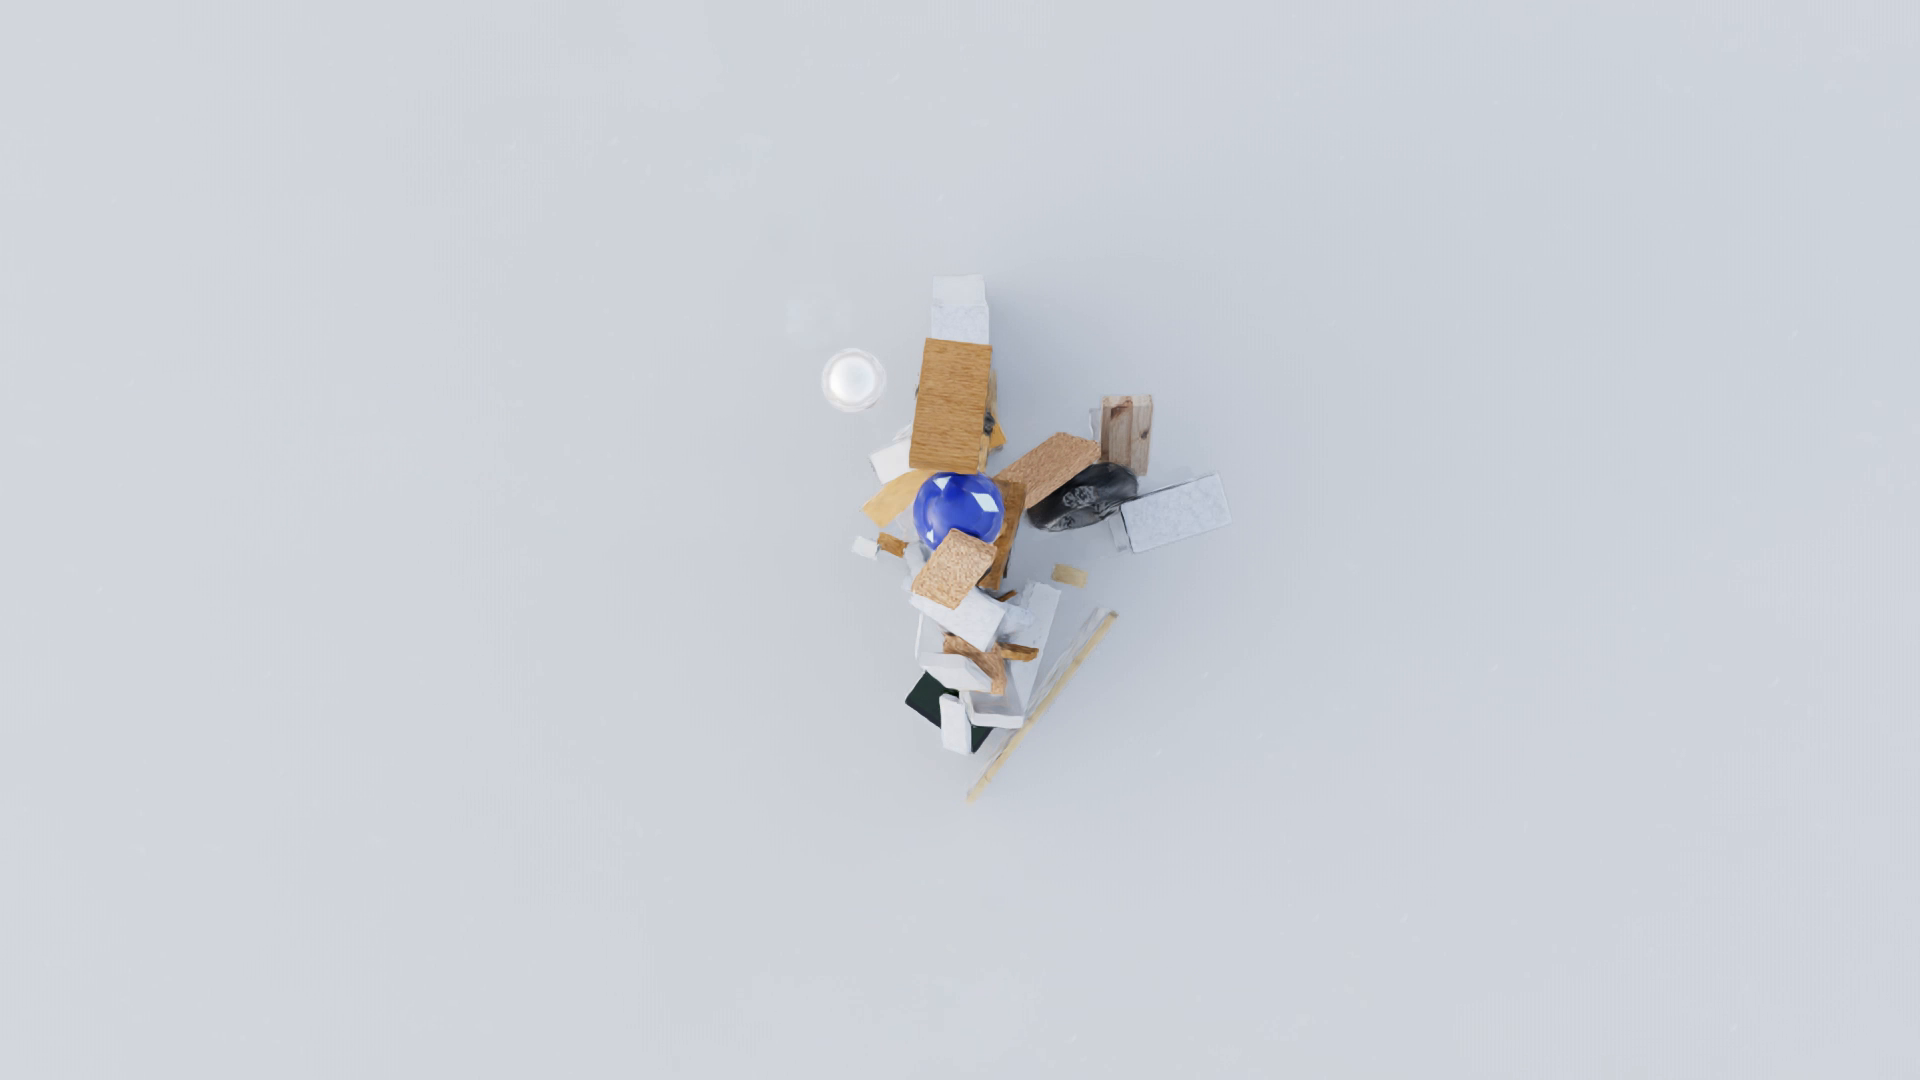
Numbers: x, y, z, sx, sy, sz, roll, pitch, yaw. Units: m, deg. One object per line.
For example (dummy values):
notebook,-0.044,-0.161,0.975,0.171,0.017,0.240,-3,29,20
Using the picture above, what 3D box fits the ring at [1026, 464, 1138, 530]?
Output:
ring,0.392,-0.136,5.322,0.378,0.378,0.126,-16,75,0

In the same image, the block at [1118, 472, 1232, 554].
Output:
block,0.682,-0.087,5.237,0.326,0.046,0.163,-17,101,0

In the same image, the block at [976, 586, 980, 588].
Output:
block,0.015,0.169,4.959,0.096,0.192,0.027,4,125,-12

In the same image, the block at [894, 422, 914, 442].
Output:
block,-0.102,-0.294,4.542,0.080,0.160,0.023,37,48,-22

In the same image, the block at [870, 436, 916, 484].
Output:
block,-0.160,-0.207,4.264,0.160,0.023,0.080,-22,93,44

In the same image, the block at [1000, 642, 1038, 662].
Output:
block,0.144,0.340,5.072,0.173,0.086,0.024,9,101,22

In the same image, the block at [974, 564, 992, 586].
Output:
block,-0.019,0.106,4.727,0.122,0.245,0.035,28,129,15

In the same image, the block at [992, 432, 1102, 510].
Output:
block,0.264,-0.222,5.170,0.349,0.175,0.049,-36,128,-32

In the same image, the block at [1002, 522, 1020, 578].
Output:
block,0.084,-0.030,5.061,0.175,0.349,0.049,8,131,6

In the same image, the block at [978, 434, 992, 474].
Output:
block,-0.010,-0.187,4.627,0.155,0.044,0.311,9,83,5

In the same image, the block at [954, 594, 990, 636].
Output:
block,0.035,0.254,4.841,0.096,0.027,0.192,4,75,-12

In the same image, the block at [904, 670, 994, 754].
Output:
block,0.016,0.482,5.361,0.279,0.279,0.279,36,90,0

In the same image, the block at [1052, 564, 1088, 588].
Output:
block,0.365,0.120,5.485,0.115,0.016,0.058,15,88,-8

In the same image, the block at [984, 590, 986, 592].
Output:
block,-0.005,0.195,5.319,0.180,0.360,0.051,-28,78,0

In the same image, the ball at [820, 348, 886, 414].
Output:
ball,-0.240,-0.359,3.711,0.146,0.146,0.146,0,90,0

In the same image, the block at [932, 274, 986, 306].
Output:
block,-0.001,-0.715,5.051,0.161,0.714,0.046,-2,111,0

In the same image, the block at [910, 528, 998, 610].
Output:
block,-0.017,0.079,4.344,0.132,0.265,0.037,24,49,-11

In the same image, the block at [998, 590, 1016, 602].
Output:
block,0.134,0.201,5.471,0.115,0.058,0.016,-31,90,0

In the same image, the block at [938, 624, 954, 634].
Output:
block,-0.015,0.254,4.991,0.096,0.192,0.027,8,96,0

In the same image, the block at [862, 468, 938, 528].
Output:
block,-0.157,-0.134,4.493,0.235,0.023,0.080,-41,101,20

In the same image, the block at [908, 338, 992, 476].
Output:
block,-0.023,-0.341,4.193,0.173,0.049,0.346,7,68,1

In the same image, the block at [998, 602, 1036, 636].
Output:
block,0.090,0.219,4.680,0.154,0.309,0.044,16,78,-13

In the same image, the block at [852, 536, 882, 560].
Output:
block,-0.261,0.023,4.622,0.092,0.013,0.046,18,87,44

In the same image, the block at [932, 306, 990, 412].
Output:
block,0.000,-0.500,4.689,0.161,0.046,0.322,-1,94,0

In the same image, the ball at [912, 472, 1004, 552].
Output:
ball,-0.004,-0.073,4.385,0.245,0.245,0.245,0,90,0

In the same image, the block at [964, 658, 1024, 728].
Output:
block,0.090,0.453,5.031,0.154,0.330,0.044,6,119,-13

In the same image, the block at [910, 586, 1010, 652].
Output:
block,-0.001,0.182,4.515,0.265,0.037,0.132,33,106,22

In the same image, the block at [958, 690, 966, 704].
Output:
block,0.044,0.465,5.123,0.093,0.185,0.026,17,108,-8

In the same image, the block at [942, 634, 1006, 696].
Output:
block,0.045,0.364,4.767,0.154,0.309,0.044,7,65,10

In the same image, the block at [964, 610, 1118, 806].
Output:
block,0.264,0.547,5.361,0.026,0.093,0.794,37,104,5

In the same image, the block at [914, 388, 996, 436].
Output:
block,-0.009,-0.353,4.443,0.173,0.346,0.049,23,90,8

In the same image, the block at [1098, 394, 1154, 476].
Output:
block,0.536,-0.336,5.362,0.163,0.326,0.046,-2,49,0

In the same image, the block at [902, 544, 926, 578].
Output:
block,-0.122,0.060,4.601,0.046,0.013,0.092,-21,83,0

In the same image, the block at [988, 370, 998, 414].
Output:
block,0.074,-0.455,5.248,0.086,0.024,0.171,1,92,-2

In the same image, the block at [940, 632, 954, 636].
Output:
block,-0.005,0.282,5.023,0.086,0.173,0.024,1,97,-12

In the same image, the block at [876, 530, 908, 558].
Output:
block,-0.193,0.013,4.643,0.092,0.013,0.046,24,89,29

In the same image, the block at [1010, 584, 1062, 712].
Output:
block,0.213,0.365,5.210,0.086,0.024,0.452,17,89,0

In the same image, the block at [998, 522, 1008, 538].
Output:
block,0.038,-0.028,4.781,0.122,0.245,0.035,21,111,15

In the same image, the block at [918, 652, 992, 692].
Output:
block,-0.010,0.375,4.673,0.132,0.265,0.037,3,72,19

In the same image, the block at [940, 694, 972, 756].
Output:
block,-0.014,0.575,5.141,0.093,0.026,0.185,15,121,32

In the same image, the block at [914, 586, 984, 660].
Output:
block,-0.026,0.205,5.110,0.180,0.051,0.360,4,114,-11

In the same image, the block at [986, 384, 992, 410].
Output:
block,-0.007,-0.410,4.439,0.173,0.347,0.049,21,89,3

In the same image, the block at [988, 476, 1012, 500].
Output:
block,0.028,-0.132,4.805,0.155,0.311,0.044,16,109,15

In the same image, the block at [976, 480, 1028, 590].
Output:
block,0.072,-0.026,4.921,0.175,0.049,0.349,10,59,13

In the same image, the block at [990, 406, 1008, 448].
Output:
block,0.078,-0.363,5.222,0.086,0.024,0.171,-20,130,11

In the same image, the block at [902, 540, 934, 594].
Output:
block,-0.063,0.045,4.637,0.122,0.035,0.245,17,76,13
